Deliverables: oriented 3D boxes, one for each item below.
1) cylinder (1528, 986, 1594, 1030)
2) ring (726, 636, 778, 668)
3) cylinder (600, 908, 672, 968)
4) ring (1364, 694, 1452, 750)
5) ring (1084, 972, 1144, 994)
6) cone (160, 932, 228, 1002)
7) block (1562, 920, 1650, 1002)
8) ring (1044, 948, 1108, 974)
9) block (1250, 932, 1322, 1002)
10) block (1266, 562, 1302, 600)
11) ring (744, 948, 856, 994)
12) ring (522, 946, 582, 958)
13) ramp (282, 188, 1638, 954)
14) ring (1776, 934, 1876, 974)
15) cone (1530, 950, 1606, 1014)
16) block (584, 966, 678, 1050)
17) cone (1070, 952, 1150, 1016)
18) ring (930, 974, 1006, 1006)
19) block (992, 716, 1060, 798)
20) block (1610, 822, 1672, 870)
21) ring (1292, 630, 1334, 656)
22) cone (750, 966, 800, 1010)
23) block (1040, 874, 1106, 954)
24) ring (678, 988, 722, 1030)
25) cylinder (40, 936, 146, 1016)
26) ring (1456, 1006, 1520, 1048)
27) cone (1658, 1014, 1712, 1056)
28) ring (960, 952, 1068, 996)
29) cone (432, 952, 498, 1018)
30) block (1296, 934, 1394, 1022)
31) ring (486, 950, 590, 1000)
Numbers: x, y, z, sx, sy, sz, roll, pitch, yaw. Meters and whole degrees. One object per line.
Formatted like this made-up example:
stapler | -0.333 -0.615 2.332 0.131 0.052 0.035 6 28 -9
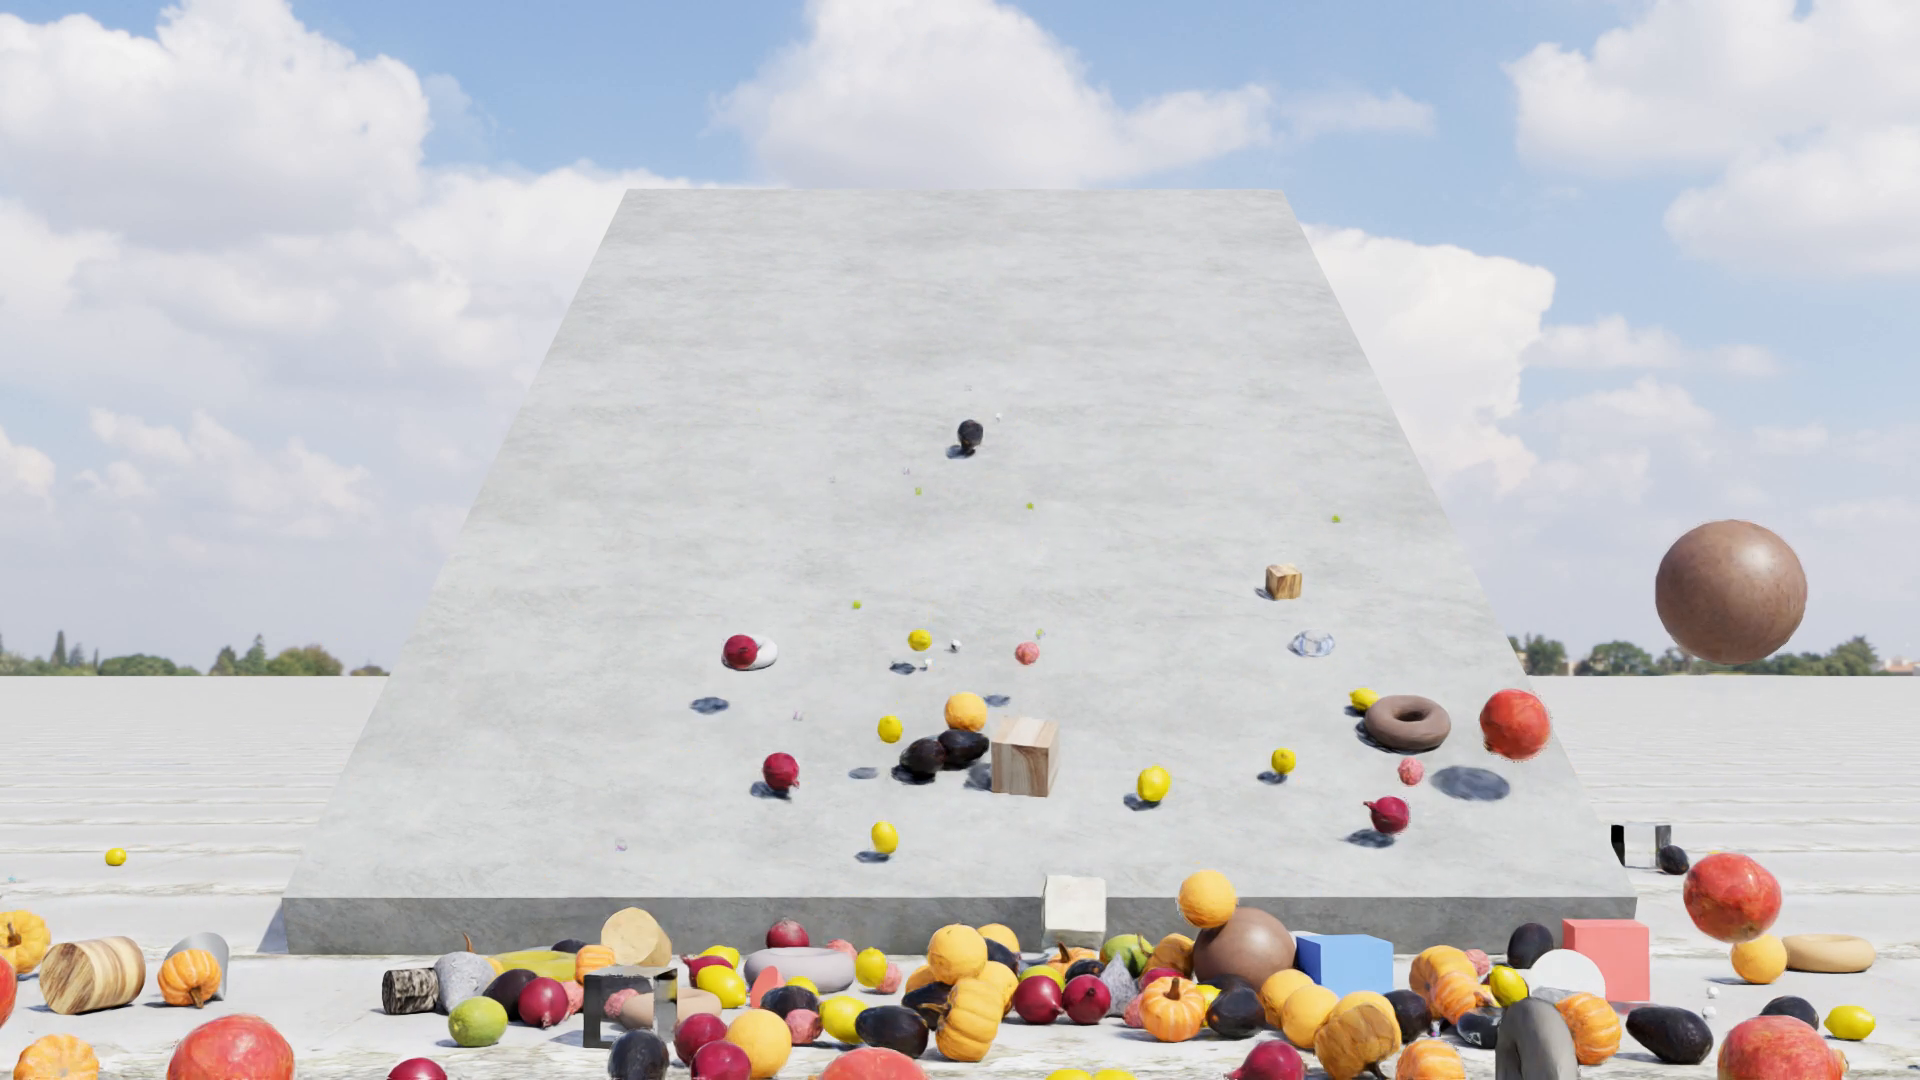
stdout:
cylinder | 0.691 0.545 2.672 0.055 0.055 0.055 0 -2 45
ring | -0.370 0.200 4.129 0.094 0.031 0.094 0 25 0
cylinder | -0.434 0.544 3.115 0.079 0.079 0.079 0 -27 8
ring | 0.748 0.304 3.875 0.143 0.048 0.143 -1 25 0
ring | 0.202 0.582 3.038 0.080 0.027 0.080 1 -3 0
cone | -0.969 0.571 2.997 0.093 0.093 0.093 3 22 -45
block | 0.842 0.547 3.023 0.094 0.094 0.094 0 -3 6
ring | 0.162 0.590 3.252 0.094 0.031 0.094 4 -8 1
block | 0.430 0.553 3.011 0.080 0.080 0.080 1 -3 -19
block | 0.612 0.079 4.387 0.051 0.051 0.051 -7 24 -15
ring | -0.213 0.573 3.088 0.150 0.050 0.150 1 -3 0
ring | -0.580 0.592 3.269 0.094 0.031 0.094 -1 -2 0
ramp | -0.008 -0.227 5.273 2.000 0.100 4.000 0 24 0
ring | 1.230 0.587 3.296 0.134 0.045 0.134 -1 -3 0
cone | 0.738 0.564 2.857 0.092 0.092 0.092 0 -30 1
block | -0.374 0.531 2.637 0.082 0.082 0.082 -1 -3 13
cone | 0.175 0.565 2.851 0.088 0.088 0.088 -27 -4 0
ring | 0.010 0.574 2.959 0.097 0.032 0.097 1 -3 0
block | 0.105 0.347 3.718 0.091 0.091 0.091 5 24 11
block | 1.466 0.659 4.994 0.090 0.090 0.090 3 -4 -44
ring | 0.637 0.185 4.176 0.076 0.025 0.076 -1 24 1
cone | -0.224 0.575 2.922 0.058 0.058 0.058 32 -18 -26
block | 0.160 0.536 3.298 0.084 0.084 0.084 4 -36 -2
ring | -0.340 0.562 2.776 0.111 0.037 0.111 0 -2 0
cylinder | -1.082 0.543 2.897 0.088 0.088 0.088 -1 -4 25
ring | 0.620 0.554 2.632 0.111 0.037 0.111 1 -2 0
cone | 0.795 0.557 2.570 0.050 0.050 0.050 -36 -25 35
ring | 0.071 0.573 3.061 0.143 0.048 0.143 -1 -4 0
cone | -0.620 0.566 2.862 0.083 0.083 0.083 0 24 -1
block | 0.473 0.538 2.856 0.092 0.092 0.092 1 -3 -11
ring | -0.559 0.571 3.045 0.148 0.049 0.148 1 -2 0
